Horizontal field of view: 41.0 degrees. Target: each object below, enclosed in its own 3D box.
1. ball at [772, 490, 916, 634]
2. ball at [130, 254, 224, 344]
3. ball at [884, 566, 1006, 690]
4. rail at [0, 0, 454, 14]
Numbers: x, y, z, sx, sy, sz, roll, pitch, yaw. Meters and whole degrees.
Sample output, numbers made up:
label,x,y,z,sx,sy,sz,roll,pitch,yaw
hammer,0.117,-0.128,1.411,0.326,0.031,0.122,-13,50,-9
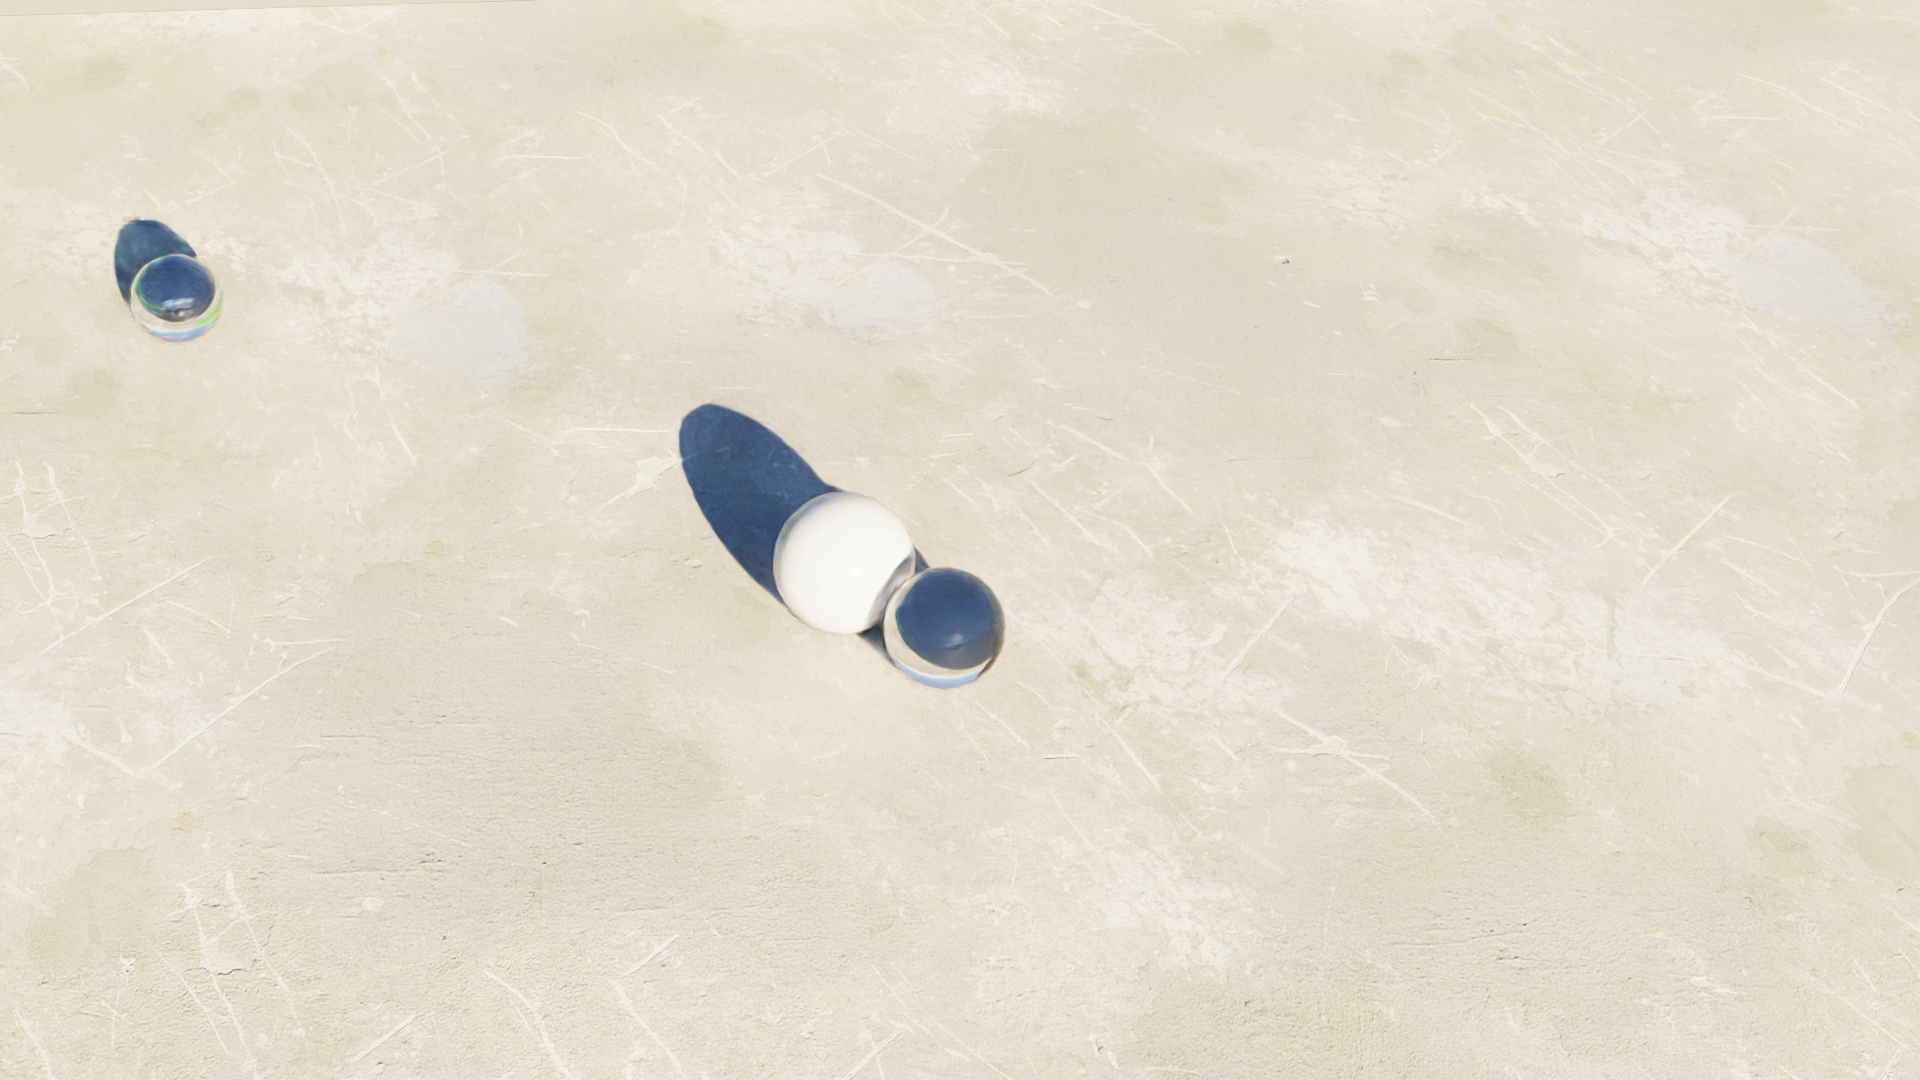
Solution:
label,x,y,z,sx,sy,sz,roll,pitch,yaw
ball,-0.071,0.014,1.575,0.088,0.088,0.088,0,36,0
ball,-0.565,-0.174,1.852,0.064,0.064,0.064,0,36,0
ball,-0.009,0.053,1.533,0.074,0.074,0.074,0,36,0
rail,0.809,-0.577,2.360,3.496,0.114,0.045,-2,36,-3
